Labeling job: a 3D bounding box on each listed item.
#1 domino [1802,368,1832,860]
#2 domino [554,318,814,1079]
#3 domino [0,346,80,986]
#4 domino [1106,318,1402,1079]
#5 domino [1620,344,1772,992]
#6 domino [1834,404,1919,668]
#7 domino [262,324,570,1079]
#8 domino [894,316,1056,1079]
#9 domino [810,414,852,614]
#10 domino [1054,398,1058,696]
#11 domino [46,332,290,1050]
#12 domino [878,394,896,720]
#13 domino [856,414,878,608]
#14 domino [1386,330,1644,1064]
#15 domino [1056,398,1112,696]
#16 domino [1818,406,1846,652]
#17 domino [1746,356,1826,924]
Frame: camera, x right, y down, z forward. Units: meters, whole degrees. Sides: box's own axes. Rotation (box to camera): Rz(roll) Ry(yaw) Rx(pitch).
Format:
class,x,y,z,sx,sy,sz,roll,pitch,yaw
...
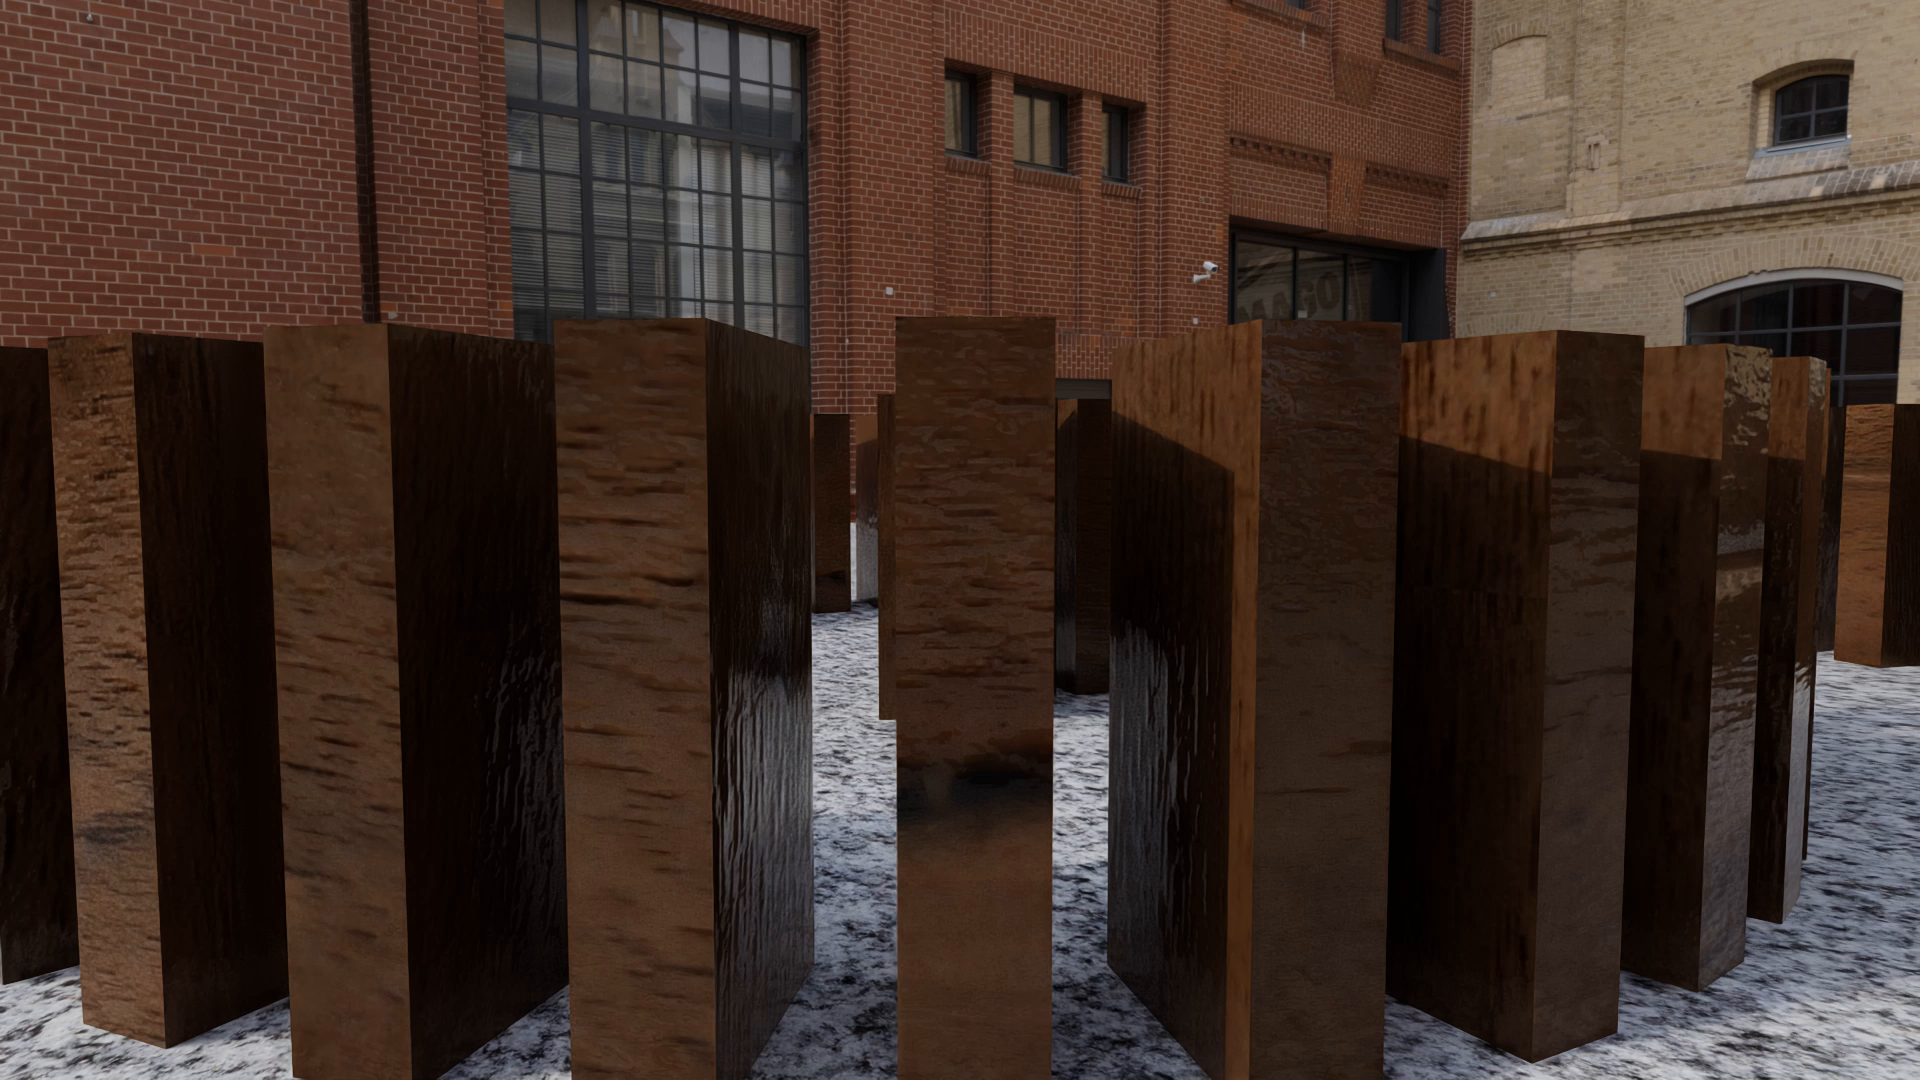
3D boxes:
class,x,y,z,sx,sy,sz,roll,pitch,yaw
domino,0.078,0.007,0.139,0.025,0.050,0.009,2,5,26
domino,-0.018,0.011,0.091,0.009,0.050,0.025,1,4,8
domino,-0.071,0.009,0.112,0.010,0.050,0.025,4,6,39
domino,0.020,0.011,0.092,0.010,0.050,0.025,-1,4,-14
domino,0.053,0.009,0.110,0.009,0.050,0.025,-4,6,-40
domino,0.186,-0.001,0.250,0.025,0.050,0.010,-1,4,-16
domino,-0.037,0.010,0.095,0.009,0.050,0.025,1,4,16
domino,0.001,0.011,0.090,0.010,0.050,0.025,0,4,-1
domino,-0.037,-0.007,0.333,0.009,0.050,0.025,-2,5,-25
domino,0.004,0.001,0.219,0.025,0.050,0.009,3,5,38
domino,-0.055,0.010,0.102,0.009,0.050,0.025,2,5,25
domino,0.000,0.002,0.201,0.025,0.050,0.009,0,4,0
domino,-0.020,-0.008,0.340,0.009,0.050,0.025,-2,5,-20
domino,0.037,0.010,0.099,0.010,0.050,0.025,-2,5,-29
domino,0.020,0.000,0.229,0.009,0.050,0.025,-2,5,-20
domino,0.179,-0.003,0.268,0.025,0.050,0.009,-2,5,-26
domino,0.067,0.008,0.124,0.025,0.050,0.009,4,6,41
